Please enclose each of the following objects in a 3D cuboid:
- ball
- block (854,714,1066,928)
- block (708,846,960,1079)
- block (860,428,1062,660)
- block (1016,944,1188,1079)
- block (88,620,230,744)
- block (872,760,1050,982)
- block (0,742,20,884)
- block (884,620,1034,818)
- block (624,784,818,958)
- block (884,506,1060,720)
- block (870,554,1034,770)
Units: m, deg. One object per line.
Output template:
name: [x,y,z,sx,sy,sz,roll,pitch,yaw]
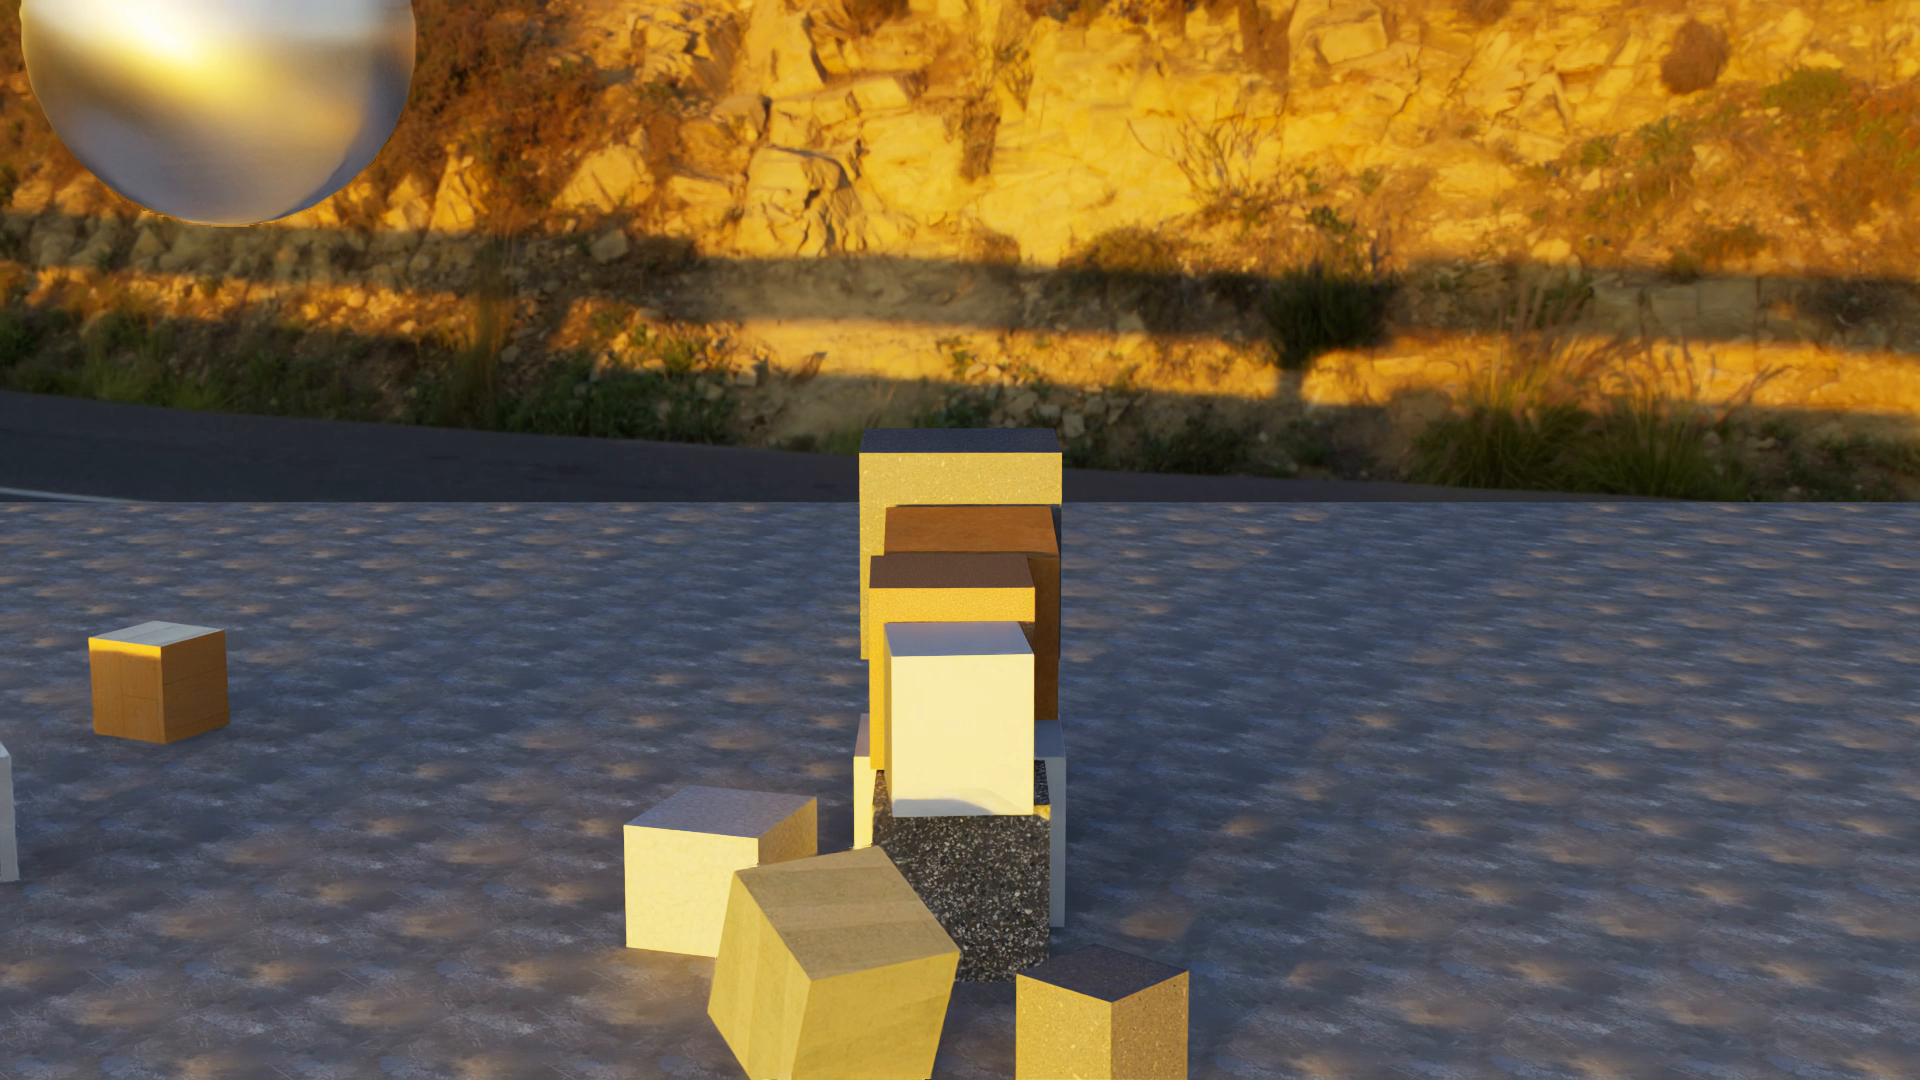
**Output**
ball: [-3.104,-2.128,10.793,1.600,1.600,1.600,0,10,0]
block: [0.001,1.188,10.989,0.873,0.731,0.732,0,10,0]
block: [-0.446,1.532,8.881,0.571,0.631,0.605,-6,33,-31]
block: [-0.001,0.003,12.300,0.931,0.972,0.837,0,10,-1]
block: [0.492,1.712,8.886,0.420,0.452,0.425,9,14,42]
block: [-4.330,0.764,13.885,0.508,0.528,0.485,5,12,26]
block: [0.004,1.319,10.305,0.689,0.718,0.653,0,10,0]
block: [-4.558,1.205,11.345,0.631,0.570,0.573,-6,12,-28]
block: [-0.013,0.689,10.014,0.538,0.625,0.609,-1,10,-5]
block: [-0.979,1.368,10.608,0.586,0.514,0.631,3,11,18]
block: [0.043,0.316,11.461,0.753,0.735,0.822,0,16,-1]
block: [-0.041,0.496,10.668,0.662,0.746,0.717,0,10,-1]
